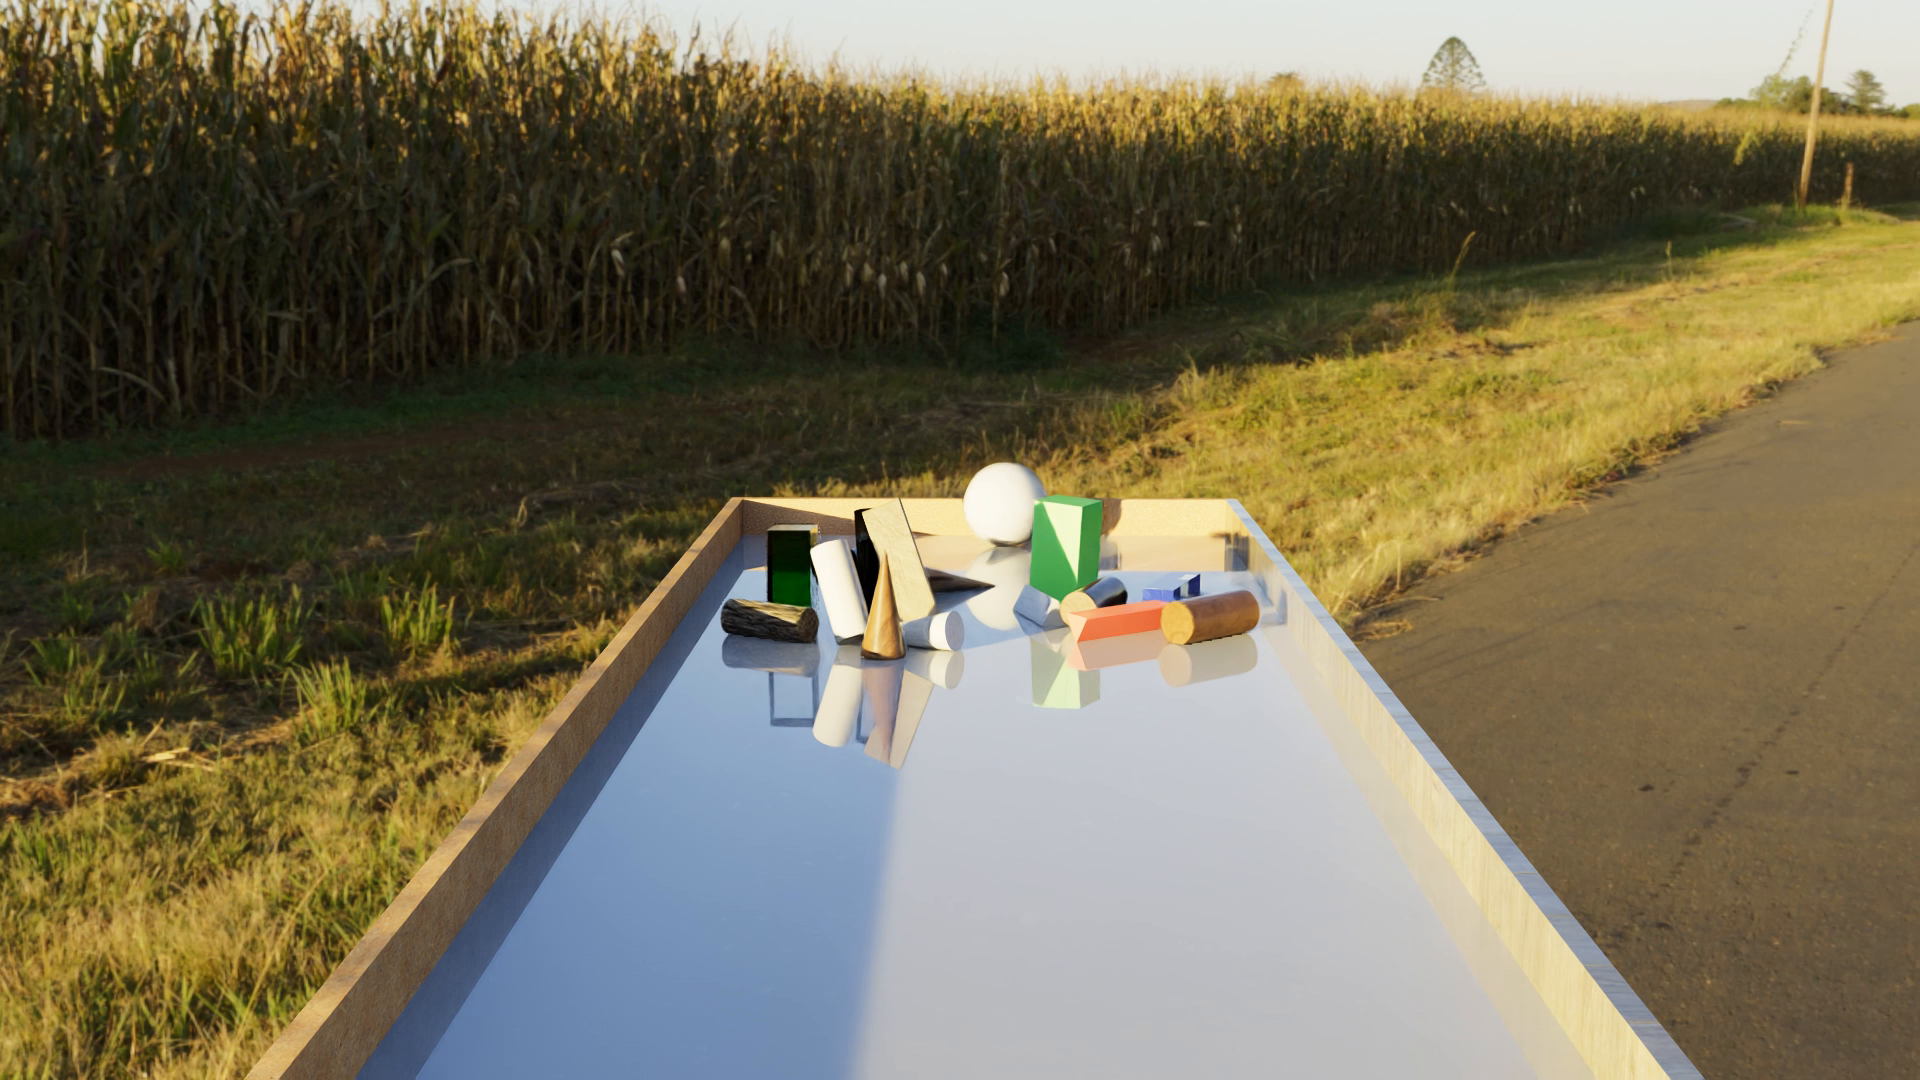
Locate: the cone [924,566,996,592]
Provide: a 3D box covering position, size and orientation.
[{"bbox_3d":[-0.053,0.149,7.852,0.444,0.138,0.138,5,5,-31],"label":"cone"}]

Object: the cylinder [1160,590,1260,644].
[{"bbox_3d":[0.800,0.244,7.025,0.317,0.139,0.139,-8,12,-41],"label":"cylinder"}]

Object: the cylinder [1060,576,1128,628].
[{"bbox_3d":[0.446,0.207,7.296,0.125,0.125,0.317,4,10,22],"label":"cylinder"}]

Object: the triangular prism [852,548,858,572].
[{"bbox_3d":[-0.335,0.070,8.144,0.146,0.127,0.373,3,9,17],"label":"triangular prism"}]

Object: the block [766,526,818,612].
[{"bbox_3d":[-0.550,0.119,7.217,0.143,0.320,0.143,1,6,5],"label":"block"}]

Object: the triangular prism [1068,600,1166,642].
[{"bbox_3d":[0.511,0.242,7.077,0.373,0.098,0.085,-7,42,-36],"label":"triangular prism"}]

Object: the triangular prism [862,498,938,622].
[{"bbox_3d":[-0.167,0.098,7.040,0.133,0.439,0.116,-21,-10,14],"label":"triangular prism"}]

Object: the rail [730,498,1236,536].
[{"bbox_3d":[0.099,-0.098,9.147,2.100,0.150,0.050,0,9,1],"label":"rail"}]

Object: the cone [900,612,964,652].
[{"bbox_3d":[-0.212,0.297,6.934,0.447,0.126,0.126,-4,6,29],"label":"cone"}]

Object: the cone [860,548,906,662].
[{"bbox_3d":[-0.231,0.182,6.703,0.141,0.346,0.141,2,17,-1],"label":"cone"}]

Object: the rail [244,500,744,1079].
[{"bbox_3d":[-1.004,0.839,3.234,0.050,0.150,12.000,0,9,1],"label":"rail"}]

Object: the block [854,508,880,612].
[{"bbox_3d":[-0.267,0.087,7.196,0.110,0.381,0.110,-3,4,12],"label":"block"}]

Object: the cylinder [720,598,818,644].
[{"bbox_3d":[-0.608,0.257,7.025,0.306,0.114,0.114,6,11,31],"label":"cylinder"}]

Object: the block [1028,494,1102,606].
[{"bbox_3d":[0.366,0.037,7.620,0.178,0.352,0.178,9,12,26],"label":"block"}]

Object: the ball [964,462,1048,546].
[{"bbox_3d":[0.186,-0.144,8.821,0.343,0.343,0.343,0,9,0],"label":"ball"}]

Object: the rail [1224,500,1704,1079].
[{"bbox_3d":[1.046,0.843,3.208,0.050,0.150,12.000,0,9,1],"label":"rail"}]

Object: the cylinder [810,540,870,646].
[{"bbox_3d":[-0.369,0.165,6.907,0.124,0.310,0.124,-16,-13,-4],"label":"cylinder"}]

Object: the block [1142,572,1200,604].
[{"bbox_3d":[0.720,0.190,7.475,0.105,0.105,0.353,3,10,20],"label":"block"}]
